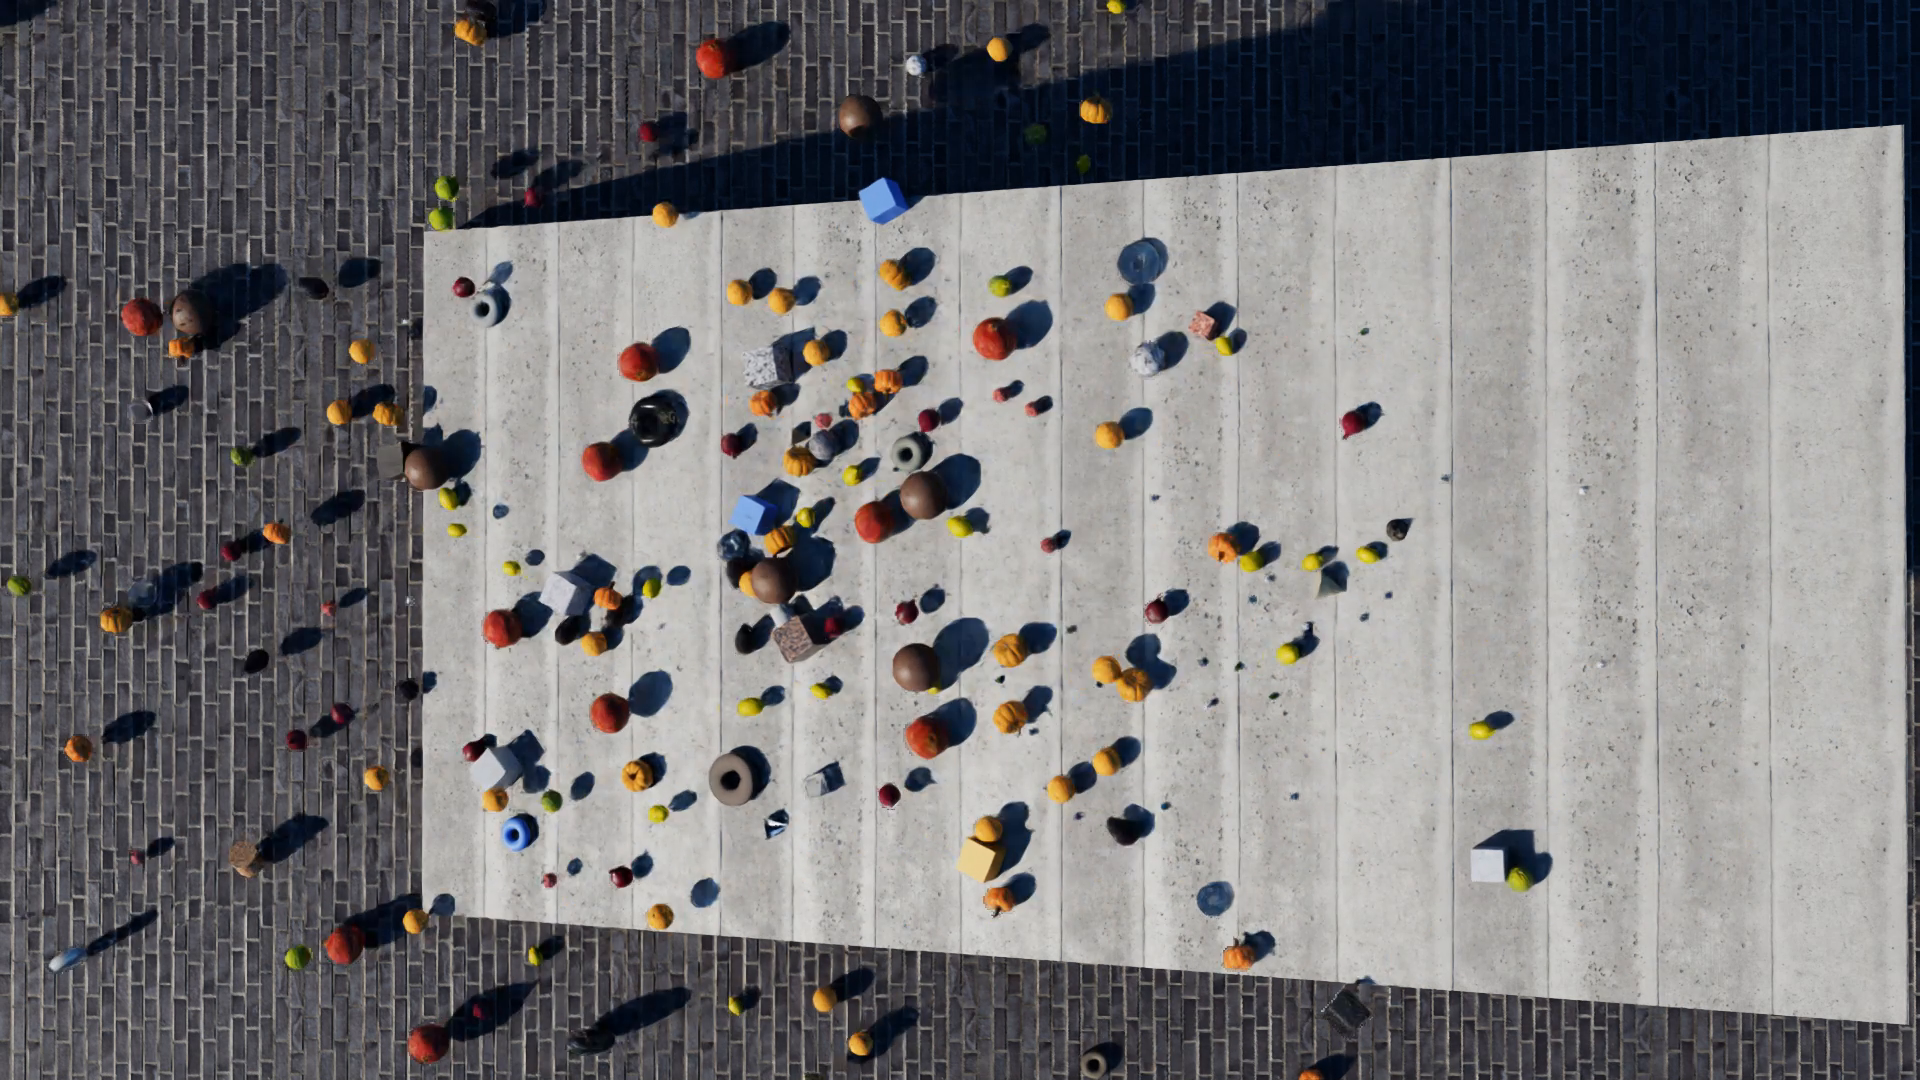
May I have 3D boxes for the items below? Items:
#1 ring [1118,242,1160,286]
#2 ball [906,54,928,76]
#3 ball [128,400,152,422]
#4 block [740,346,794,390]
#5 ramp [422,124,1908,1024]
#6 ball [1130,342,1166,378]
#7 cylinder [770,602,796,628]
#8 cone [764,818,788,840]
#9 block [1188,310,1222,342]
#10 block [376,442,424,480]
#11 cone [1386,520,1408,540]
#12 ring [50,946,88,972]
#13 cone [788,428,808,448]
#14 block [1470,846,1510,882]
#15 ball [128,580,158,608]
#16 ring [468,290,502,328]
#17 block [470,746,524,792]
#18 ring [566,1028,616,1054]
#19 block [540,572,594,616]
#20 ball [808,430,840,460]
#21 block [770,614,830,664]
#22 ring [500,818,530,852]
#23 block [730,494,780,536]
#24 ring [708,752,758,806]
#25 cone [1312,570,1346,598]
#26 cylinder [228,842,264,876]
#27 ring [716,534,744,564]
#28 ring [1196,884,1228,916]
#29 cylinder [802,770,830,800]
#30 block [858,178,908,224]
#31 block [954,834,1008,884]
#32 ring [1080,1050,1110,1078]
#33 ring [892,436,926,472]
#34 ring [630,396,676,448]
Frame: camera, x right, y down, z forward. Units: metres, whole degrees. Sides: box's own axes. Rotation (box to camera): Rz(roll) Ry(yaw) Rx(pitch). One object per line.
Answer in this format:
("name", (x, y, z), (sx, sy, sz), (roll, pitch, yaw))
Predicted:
("ring", (0.453, -0.702, 5.580), (0.111, 0.037, 0.111), (0, 89, 22))
("ball", (-0.129, -1.410, 6.534), (0.063, 0.063, 0.063), (0, 89, 0))
("ball", (-2.430, -0.384, 6.520), (0.066, 0.066, 0.066), (0, 89, 0))
("block", (-0.522, -0.466, 5.961), (0.096, 0.096, 0.096), (-11, 85, 23))
("ramp", (0.283, 0.085, 5.717), (4.000, 0.100, 2.000), (0, 89, 23))
("ball", (0.474, -0.454, 5.541), (0.088, 0.088, 0.088), (0, 89, 0))
("cylinder", (-0.475, 0.209, 5.952), (0.060, 0.060, 0.060), (-30, 77, 0))
("cone", (-0.497, 0.780, 5.972), (0.062, 0.062, 0.062), (-10, 89, -4))
("block", (0.611, -0.535, 5.501), (0.054, 0.054, 0.054), (30, 101, 21))
("block", (-1.639, -0.232, 6.436), (0.093, 0.093, 0.093), (-8, 86, 24))
("cone", (1.049, -0.024, 5.309), (0.053, 0.053, 0.053), (0, 89, 23))
("ring", (-2.621, 1.231, 6.465), (0.111, 0.111, 0.037), (-30, 83, 0))
("cone", (-0.430, -0.279, 5.959), (0.052, 0.052, 0.052), (-10, 89, -26))
("block", (1.254, 0.766, 5.200), (0.075, 0.075, 0.075), (-2, 89, 23))
("ball", (-2.417, 0.159, 6.504), (0.084, 0.084, 0.084), (0, 89, 0))
("ring", (-1.371, -0.667, 6.357), (0.110, 0.037, 0.110), (0, 91, 23))
("block", (-1.325, 0.655, 6.292), (0.090, 0.090, 0.090), (-46, 73, 16))
("ring", (-1.084, 1.471, 6.459), (0.143, 0.143, 0.048), (1, 94, 0))
("block", (-1.110, 0.151, 6.205), (0.093, 0.093, 0.093), (29, 100, 21))
("ball", (-0.364, -0.254, 5.897), (0.081, 0.081, 0.081), (0, 89, 0))
("block", (-0.430, 0.265, 5.913), (0.094, 0.094, 0.094), (-34, 77, 19))
("ring", (-1.273, 0.843, 6.299), (0.097, 0.032, 0.097), (0, 90, 27))
("block", (-0.559, -0.067, 5.978), (0.084, 0.084, 0.084), (27, 99, 21))
("ring", (-0.620, 0.654, 6.014), (0.149, 0.050, 0.149), (-1, 88, 24))
("cone", (0.908, 0.117, 5.378), (0.076, 0.076, 0.076), (19, 89, 12))
("cylinder", (-2.103, 0.940, 6.480), (0.082, 0.082, 0.082), (0, 63, 1))
("ring", (-0.630, 0.022, 6.038), (0.083, 0.028, 0.083), (0, 90, 22))
("ring", (0.630, 0.900, 5.491), (0.080, 0.027, 0.080), (0, 91, 23))
("cylinder", (-0.387, 0.660, 5.908), (0.060, 0.060, 0.060), (-24, 98, 0))
("block", (-0.203, -0.899, 5.837), (0.084, 0.084, 0.084), (-27, 79, 20))
("block", (0.055, 0.826, 5.704), (0.087, 0.087, 0.087), (24, 99, 21))
("ring", (0.399, 1.552, 6.515), (0.087, 0.029, 0.087), (0, 89, 1))
("ring", (-0.137, -0.228, 5.829), (0.097, 0.032, 0.097), (0, 91, 23))
("ring", (-0.856, -0.330, 6.127), (0.147, 0.049, 0.147), (-1, 88, 24))
